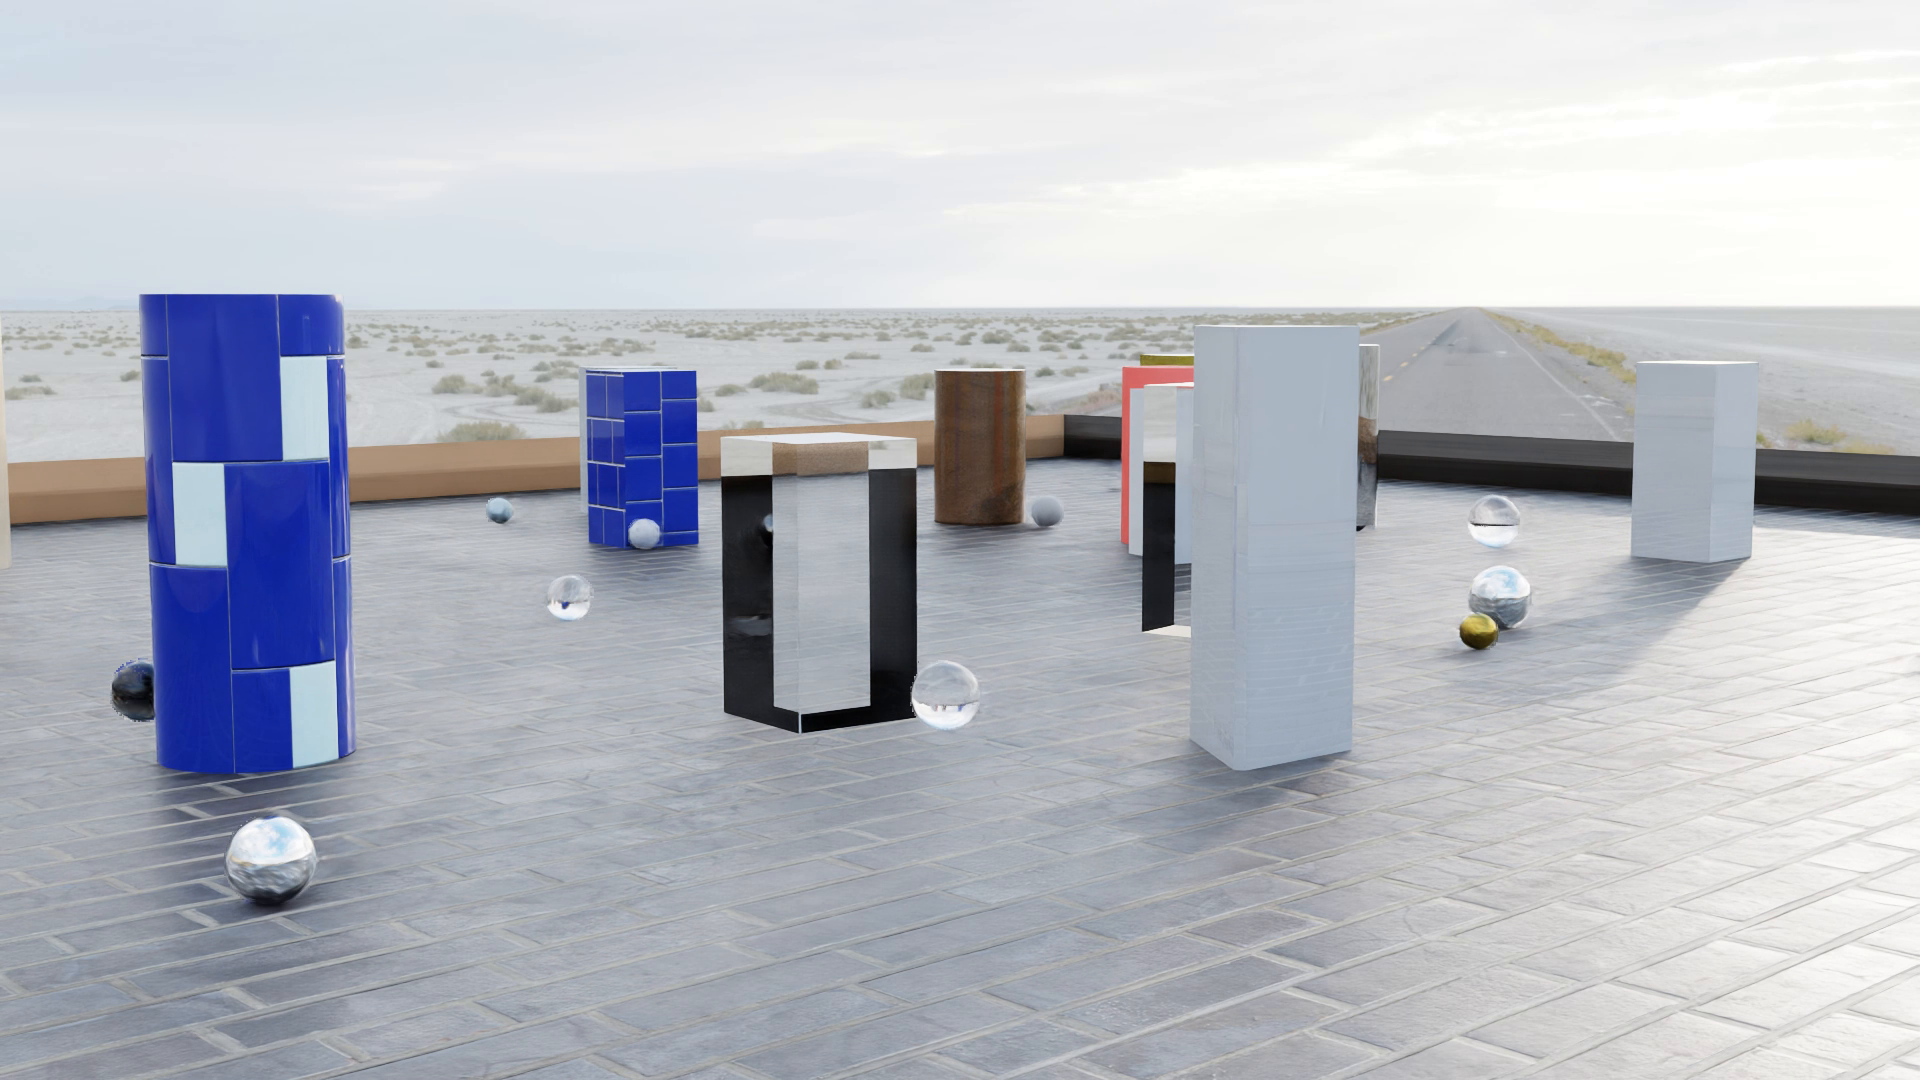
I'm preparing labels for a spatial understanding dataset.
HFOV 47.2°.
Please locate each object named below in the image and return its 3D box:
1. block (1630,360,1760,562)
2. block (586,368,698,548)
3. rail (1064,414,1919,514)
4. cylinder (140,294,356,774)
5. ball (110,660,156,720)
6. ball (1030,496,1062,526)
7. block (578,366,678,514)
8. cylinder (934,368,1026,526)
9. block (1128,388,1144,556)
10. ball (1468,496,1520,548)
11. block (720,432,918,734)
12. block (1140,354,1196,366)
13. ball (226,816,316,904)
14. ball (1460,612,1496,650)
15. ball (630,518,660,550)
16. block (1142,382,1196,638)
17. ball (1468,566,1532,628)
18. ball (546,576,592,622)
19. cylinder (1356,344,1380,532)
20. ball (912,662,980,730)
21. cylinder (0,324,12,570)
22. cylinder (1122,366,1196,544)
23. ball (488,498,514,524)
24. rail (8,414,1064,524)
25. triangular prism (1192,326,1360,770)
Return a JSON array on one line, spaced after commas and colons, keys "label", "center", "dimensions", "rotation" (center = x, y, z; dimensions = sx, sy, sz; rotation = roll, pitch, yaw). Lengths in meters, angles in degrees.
[{"label": "block", "center": [1.320, -0.145, 3.952], "dimensions": [0.153, 0.349, 0.153], "rotation": [-6, 8, -43]}, {"label": "block", "center": [-0.604, -0.158, 4.177], "dimensions": [0.153, 0.328, 0.153], "rotation": [-4, 7, -36]}, {"label": "rail", "center": [1.819, -0.143, 5.002], "dimensions": [0.045, 0.124, 4.490], "rotation": [-6, 8, -42]}, {"label": "cylinder", "center": [-0.705, -0.013, 2.184], "dimensions": [0.192, 0.458, 0.192], "rotation": [0, 6, 0]}, {"label": "ball", "center": [-0.885, 0.163, 2.382], "dimensions": [0.065, 0.065, 0.065], "rotation": [0, 6, 0]}, {"label": "ball", "center": [0.177, -0.059, 4.495], "dimensions": [0.064, 0.064, 0.064], "rotation": [0, 6, 0]}, {"label": "block", "center": [-0.722, -0.218, 4.798], "dimensions": [0.153, 0.318, 0.153], "rotation": [-6, 8, -43]}, {"label": "cylinder", "center": [0.042, -0.197, 4.601], "dimensions": [0.192, 0.317, 0.192], "rotation": [0, 6, 0]}, {"label": "block", "center": [0.413, -0.122, 3.968], "dimensions": [0.153, 0.300, 0.153], "rotation": [-3, 7, -30]}, {"label": "ball", "center": [0.999, -0.034, 4.111], "dimensions": [0.096, 0.096, 0.096], "rotation": [0, 6, 0]}, {"label": "block", "center": [-0.154, 0.041, 2.401], "dimensions": [0.153, 0.305, 0.153], "rotation": [-5, 8, -37]}, {"label": "block", "center": [0.478, -0.210, 4.569], "dimensions": [0.153, 0.349, 0.153], "rotation": [-3, 7, -26]}, {"label": "ball", "center": [-0.517, 0.240, 1.650], "dimensions": [0.066, 0.066, 0.066], "rotation": [0, 6, 0]}, {"label": "ball", "center": [0.678, 0.119, 2.879], "dimensions": [0.048, 0.048, 0.048], "rotation": [0, 6, 0]}, {"label": "ball", "center": [-0.583, -0.011, 4.075], "dimensions": [0.058, 0.058, 0.058], "rotation": [0, 6, 0]}, {"label": "block", "center": [0.358, -0.044, 3.031], "dimensions": [0.153, 0.341, 0.153], "rotation": [4, 7, 36]}, {"label": "ball", "center": [0.754, 0.080, 3.072], "dimensions": [0.087, 0.087, 0.087], "rotation": [0, 6, 0]}, {"label": "ball", "center": [-0.558, 0.083, 3.141], "dimensions": [0.066, 0.066, 0.066], "rotation": [0, 6, 0]}, {"label": "cylinder", "center": [0.753, -0.211, 4.473], "dimensions": [0.192, 0.371, 0.192], "rotation": [0, 6, 0]}, {"label": "ball", "center": [-0.015, 0.165, 2.328], "dimensions": [0.073, 0.073, 0.073], "rotation": [0, 6, 0]}, {"label": "cylinder", "center": [-1.735, -0.181, 3.758], "dimensions": [0.192, 0.461, 0.192], "rotation": [0, 6, 0]}, {"label": "cylinder", "center": [0.405, -0.163, 4.201], "dimensions": [0.192, 0.334, 0.192], "rotation": [0, 6, 0]}, {"label": "ball", "center": [-0.955, -0.061, 4.570], "dimensions": [0.053, 0.053, 0.053], "rotation": [0, 6, 0]}, {"label": "rail", "center": [-1.506, -0.139, 4.956], "dimensions": [4.999, 0.124, 0.045], "rotation": [-6, 8, -42]}, {"label": "triangular prism", "center": [0.288, -0.001, 2.212], "dimensions": [0.166, 0.427, 0.144], "rotation": [-5, 8, -40]}]
